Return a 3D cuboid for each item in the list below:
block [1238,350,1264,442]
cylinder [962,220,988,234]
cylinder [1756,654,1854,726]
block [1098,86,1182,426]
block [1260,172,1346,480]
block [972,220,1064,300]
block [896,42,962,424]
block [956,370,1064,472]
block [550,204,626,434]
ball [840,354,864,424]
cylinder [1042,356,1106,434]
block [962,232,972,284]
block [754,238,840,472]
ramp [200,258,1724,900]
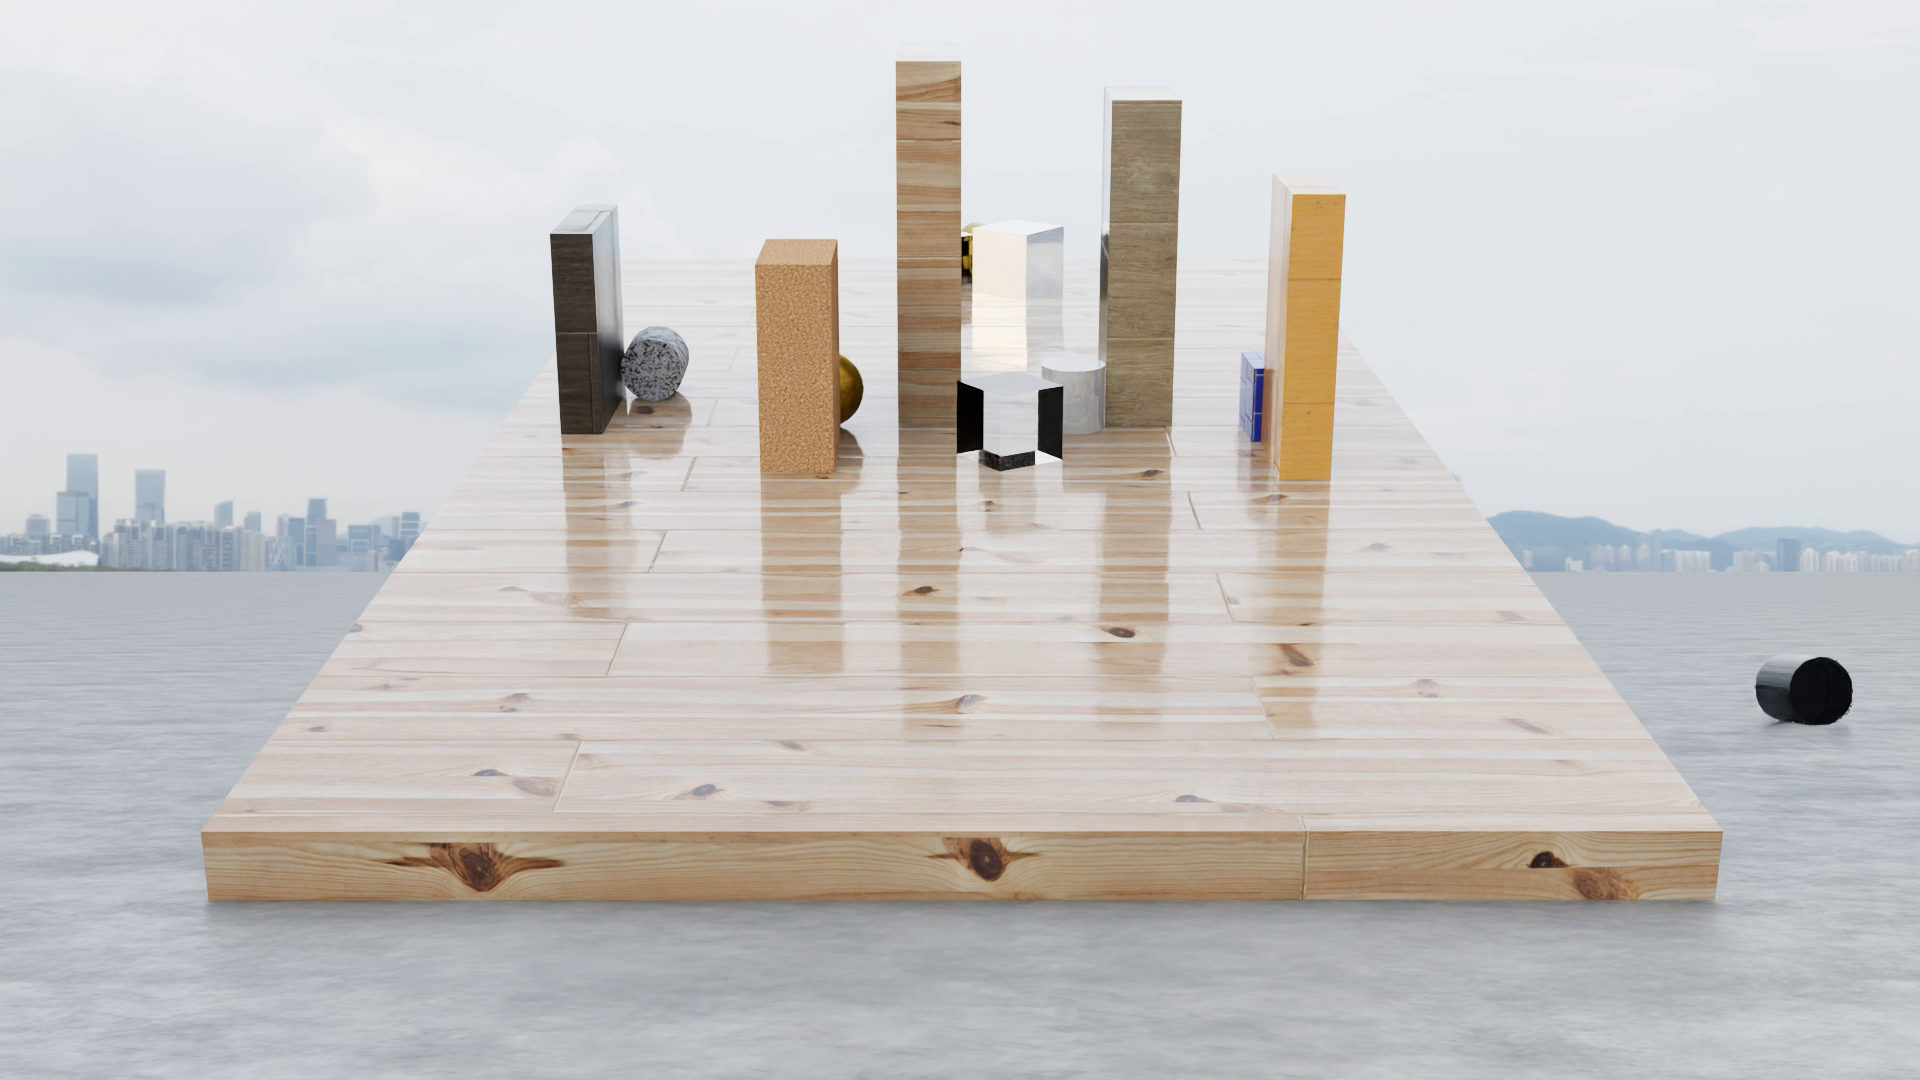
[{"bbox_3d":[0.697,-0.312,4.824,0.161,0.161,0.161,-1,18,-3],"label":"block"},{"bbox_3d":[0.089,-0.830,6.436,0.153,0.153,0.153,0,17,-35],"label":"cylinder"},{"bbox_3d":[2.372,0.420,6.288,0.190,0.190,0.190,0,-1,-9],"label":"cylinder"},{"bbox_3d":[0.390,-0.626,4.912,0.147,0.705,0.270,0,18,0],"label":"block"},{"bbox_3d":[0.694,-0.439,4.547,0.103,0.574,0.283,0,18,0],"label":"block"},{"bbox_3d":[0.163,-0.784,6.249,0.182,0.182,0.182,13,22,35],"label":"block"},{"bbox_3d":[-0.067,-0.694,4.994,0.138,0.782,0.426,0,18,0],"label":"block"},{"bbox_3d":[0.103,-0.248,4.630,0.158,0.158,0.158,-11,21,-32],"label":"block"},{"bbox_3d":[-0.816,-0.492,4.930,0.089,0.436,0.374,0,18,0],"label":"block"},{"bbox_3d":[-0.293,-0.328,4.866,0.164,0.164,0.164,0,-1,0],"label":"ball"},{"bbox_3d":[0.246,-0.315,4.869,0.139,0.139,0.139,0,18,0],"label":"cylinder"},{"bbox_3d":[-0.052,-0.808,6.392,0.138,0.138,0.138,-11,21,-30],"label":"block"},{"bbox_3d":[-0.331,-0.384,4.612,0.150,0.427,0.284,0,18,0],"label":"block"},{"bbox_3d":[-0.003,-0.185,4.855,2.000,0.100,4.000,0,18,0],"label":"ramp"}]
